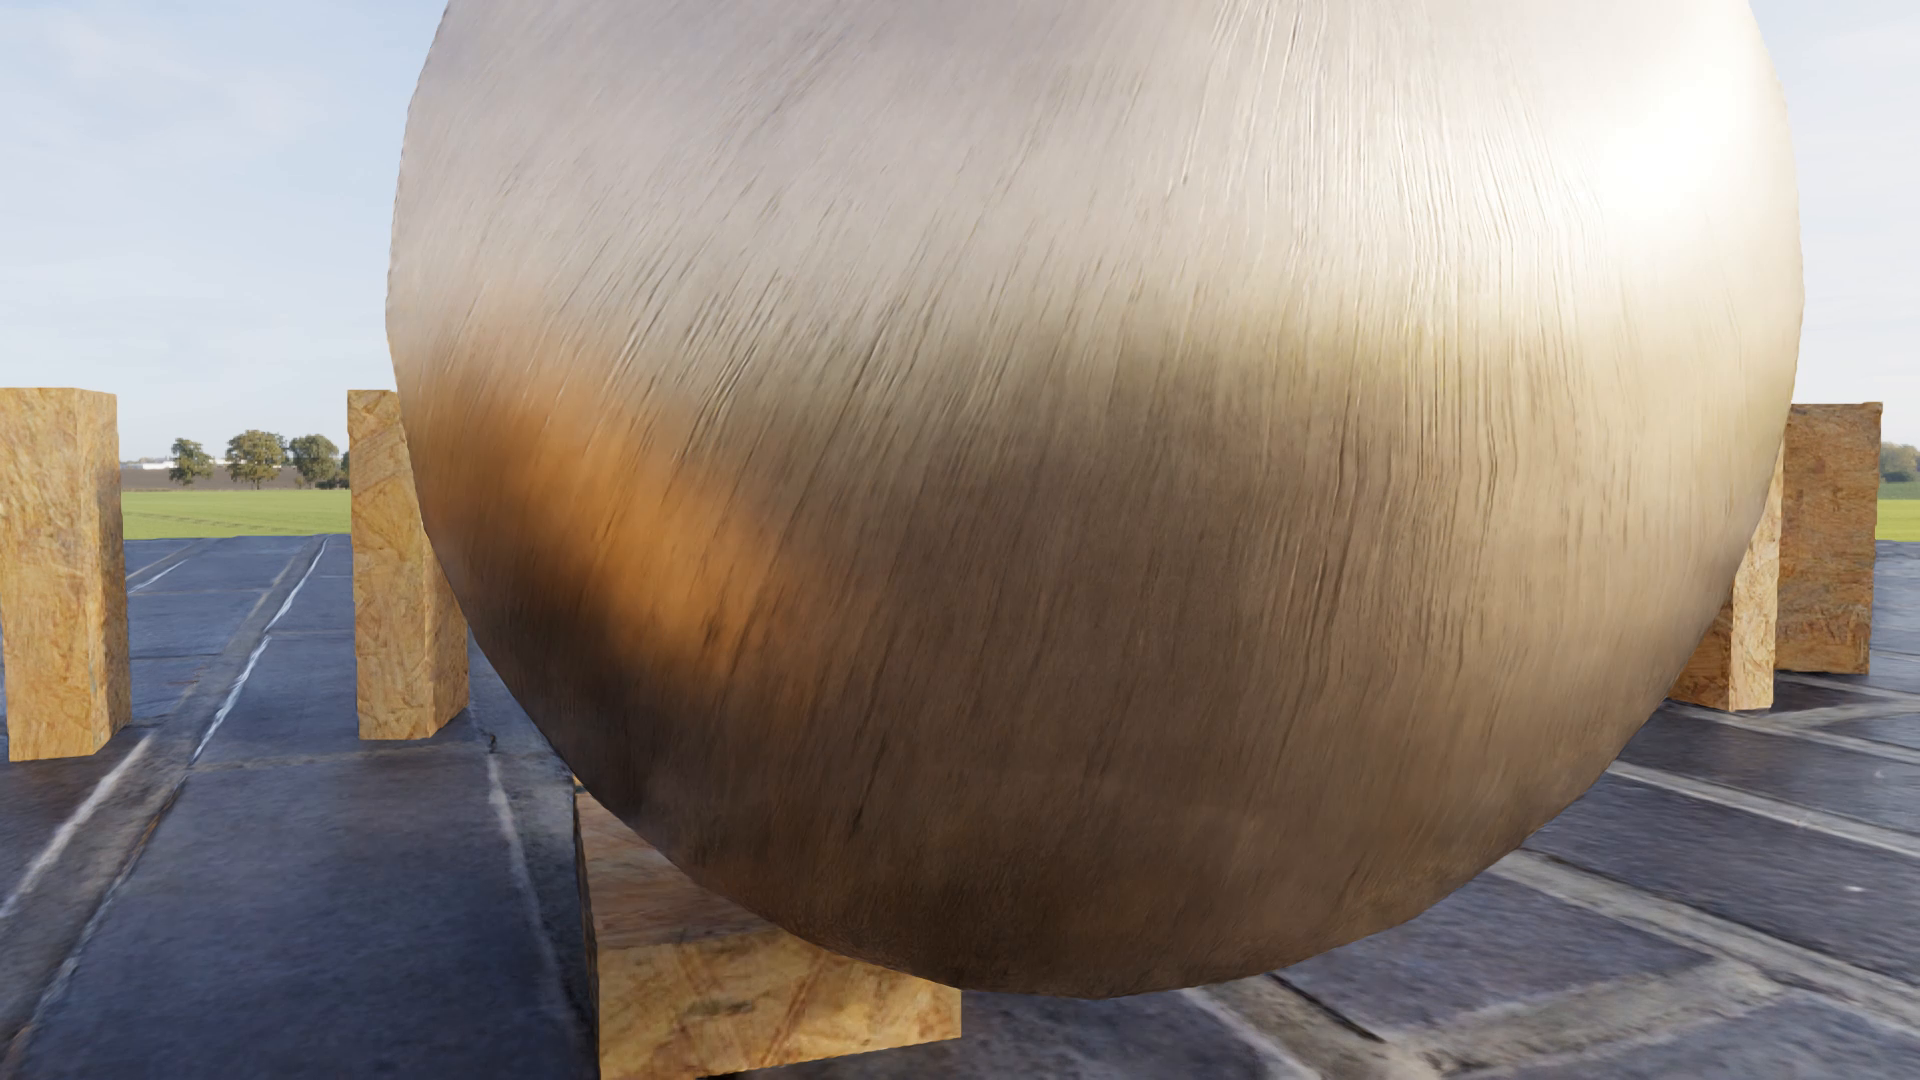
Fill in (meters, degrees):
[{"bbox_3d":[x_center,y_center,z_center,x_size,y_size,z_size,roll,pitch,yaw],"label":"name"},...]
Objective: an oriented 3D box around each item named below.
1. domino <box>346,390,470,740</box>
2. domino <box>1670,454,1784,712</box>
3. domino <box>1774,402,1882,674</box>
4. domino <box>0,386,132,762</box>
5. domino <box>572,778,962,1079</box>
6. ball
[{"bbox_3d":[-0.083,0.003,0.195,0.009,0.050,0.025,-1,4,-8],"label":"domino"},{"bbox_3d":[0.123,0.001,0.216,0.009,0.050,0.025,-2,5,-20],"label":"domino"},{"bbox_3d":[0.158,-0.001,0.244,0.025,0.050,0.010,2,5,21],"label":"domino"},{"bbox_3d":[-0.128,0.004,0.184,0.010,0.050,0.025,-2,5,-22],"label":"domino"},{"bbox_3d":[-0.020,0.029,0.111,0.025,0.010,0.050,-1,5,-19],"label":"domino"},{"bbox_3d":[0.007,-0.013,0.083,0.080,0.080,0.080,0,4,0],"label":"ball"}]
